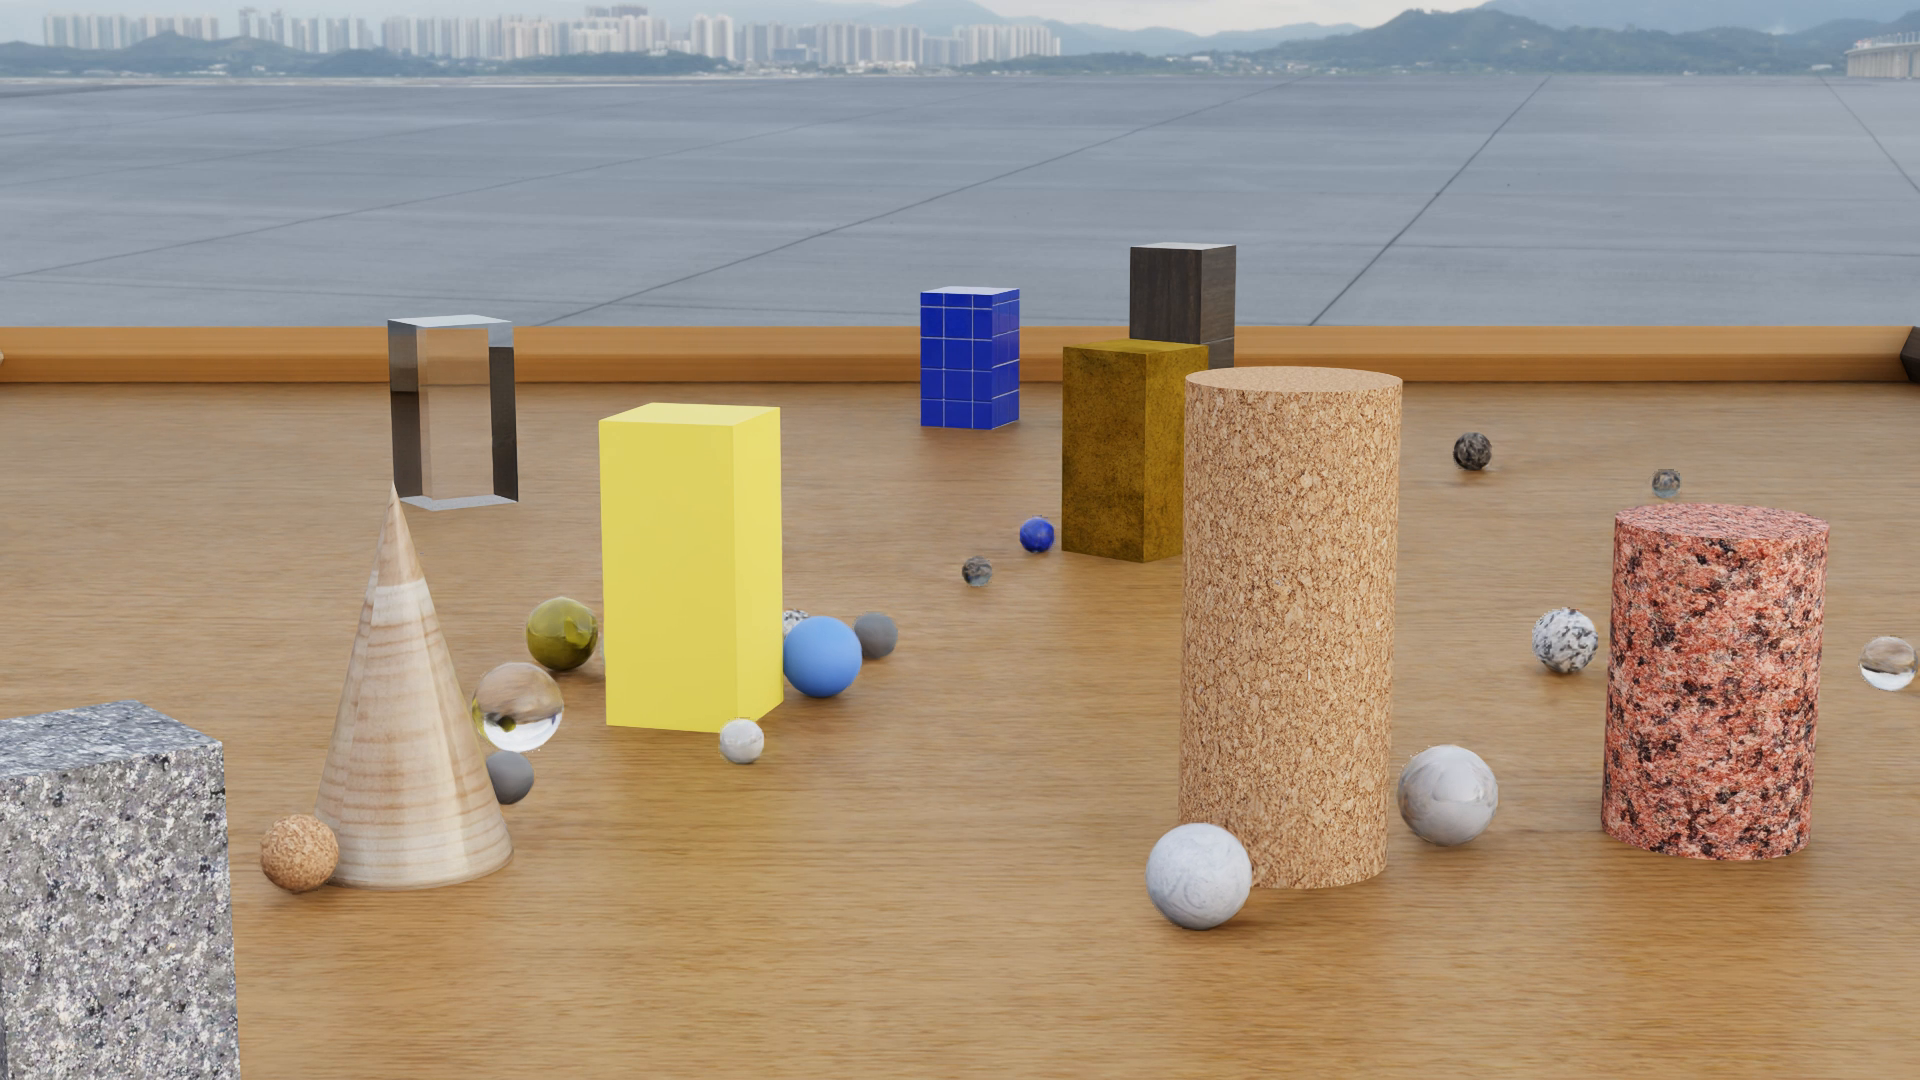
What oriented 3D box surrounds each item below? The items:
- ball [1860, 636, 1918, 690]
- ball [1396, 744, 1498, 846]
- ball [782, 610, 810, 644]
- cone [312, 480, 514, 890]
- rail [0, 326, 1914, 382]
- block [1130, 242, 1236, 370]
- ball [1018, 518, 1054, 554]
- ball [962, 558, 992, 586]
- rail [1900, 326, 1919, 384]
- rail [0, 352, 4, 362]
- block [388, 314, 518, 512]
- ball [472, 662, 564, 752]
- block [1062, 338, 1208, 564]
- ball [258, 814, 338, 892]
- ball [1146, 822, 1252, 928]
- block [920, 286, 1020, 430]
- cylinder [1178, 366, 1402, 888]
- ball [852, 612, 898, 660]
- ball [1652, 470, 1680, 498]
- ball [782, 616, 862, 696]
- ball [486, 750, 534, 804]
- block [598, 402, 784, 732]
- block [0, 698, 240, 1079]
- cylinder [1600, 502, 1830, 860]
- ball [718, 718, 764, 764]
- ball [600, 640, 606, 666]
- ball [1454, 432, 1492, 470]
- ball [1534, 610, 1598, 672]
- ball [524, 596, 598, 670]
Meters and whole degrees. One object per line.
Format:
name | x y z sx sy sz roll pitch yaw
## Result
ball | 1.092 0.145 3.017 0.064 0.064 0.064 0 11 0
ball | 0.460 0.241 2.421 0.094 0.094 0.094 0 11 0
ball | -0.206 0.115 3.195 0.058 0.058 0.058 0 11 0
cone | -0.513 0.121 2.351 0.194 0.355 0.194 0 11 0
rail | -0.015 -0.428 5.927 4.456 0.126 0.045 0 11 0
block | 0.440 -0.396 5.084 0.155 0.373 0.155 6 12 31
ball | 0.116 -0.007 3.865 0.054 0.054 0.054 0 11 0
ball | 0.024 0.045 3.616 0.042 0.042 0.042 0 11 0
rail | 2.204 0.030 3.462 0.045 0.126 5.087 0 11 0
rail | -2.204 0.035 3.437 0.045 0.126 5.087 0 11 0
block | -0.852 -0.217 4.310 0.155 0.304 0.155 -7 13 -35
ball | -0.474 0.179 2.747 0.097 0.097 0.097 0 11 0
block | 0.263 -0.138 3.867 0.155 0.310 0.155 9 14 40
ball | -0.588 0.279 2.282 0.068 0.068 0.068 0 11 0
ball | 0.204 0.286 2.188 0.090 0.090 0.090 0 11 0
block | 0.021 -0.374 5.246 0.155 0.272 0.155 4 11 21
cylinder | 0.300 0.075 2.349 0.194 0.447 0.194 0 11 0
ball | -0.105 0.119 3.178 0.058 0.058 0.058 0 11 0
ball | 1.198 -0.095 4.354 0.048 0.048 0.048 0 11 0
ball | -0.161 0.135 2.986 0.095 0.095 0.095 0 11 0
ball | -0.432 0.226 2.445 0.051 0.051 0.051 0 11 0
block | -0.299 0.028 2.886 0.155 0.342 0.155 3 11 15
block | -0.602 0.271 1.751 0.155 0.279 0.155 -8 13 -38
cylinder | 0.717 0.130 2.443 0.194 0.303 0.194 0 11 0
ball | -0.230 0.212 2.701 0.048 0.048 0.048 0 11 0
ball | -0.396 0.133 3.071 0.069 0.069 0.069 0 11 0
ball | 0.930 -0.161 4.651 0.069 0.069 0.069 0 11 0
ball | 0.733 0.122 3.106 0.077 0.077 0.077 0 11 0
ball | -0.484 0.114 3.115 0.090 0.090 0.090 0 11 0
